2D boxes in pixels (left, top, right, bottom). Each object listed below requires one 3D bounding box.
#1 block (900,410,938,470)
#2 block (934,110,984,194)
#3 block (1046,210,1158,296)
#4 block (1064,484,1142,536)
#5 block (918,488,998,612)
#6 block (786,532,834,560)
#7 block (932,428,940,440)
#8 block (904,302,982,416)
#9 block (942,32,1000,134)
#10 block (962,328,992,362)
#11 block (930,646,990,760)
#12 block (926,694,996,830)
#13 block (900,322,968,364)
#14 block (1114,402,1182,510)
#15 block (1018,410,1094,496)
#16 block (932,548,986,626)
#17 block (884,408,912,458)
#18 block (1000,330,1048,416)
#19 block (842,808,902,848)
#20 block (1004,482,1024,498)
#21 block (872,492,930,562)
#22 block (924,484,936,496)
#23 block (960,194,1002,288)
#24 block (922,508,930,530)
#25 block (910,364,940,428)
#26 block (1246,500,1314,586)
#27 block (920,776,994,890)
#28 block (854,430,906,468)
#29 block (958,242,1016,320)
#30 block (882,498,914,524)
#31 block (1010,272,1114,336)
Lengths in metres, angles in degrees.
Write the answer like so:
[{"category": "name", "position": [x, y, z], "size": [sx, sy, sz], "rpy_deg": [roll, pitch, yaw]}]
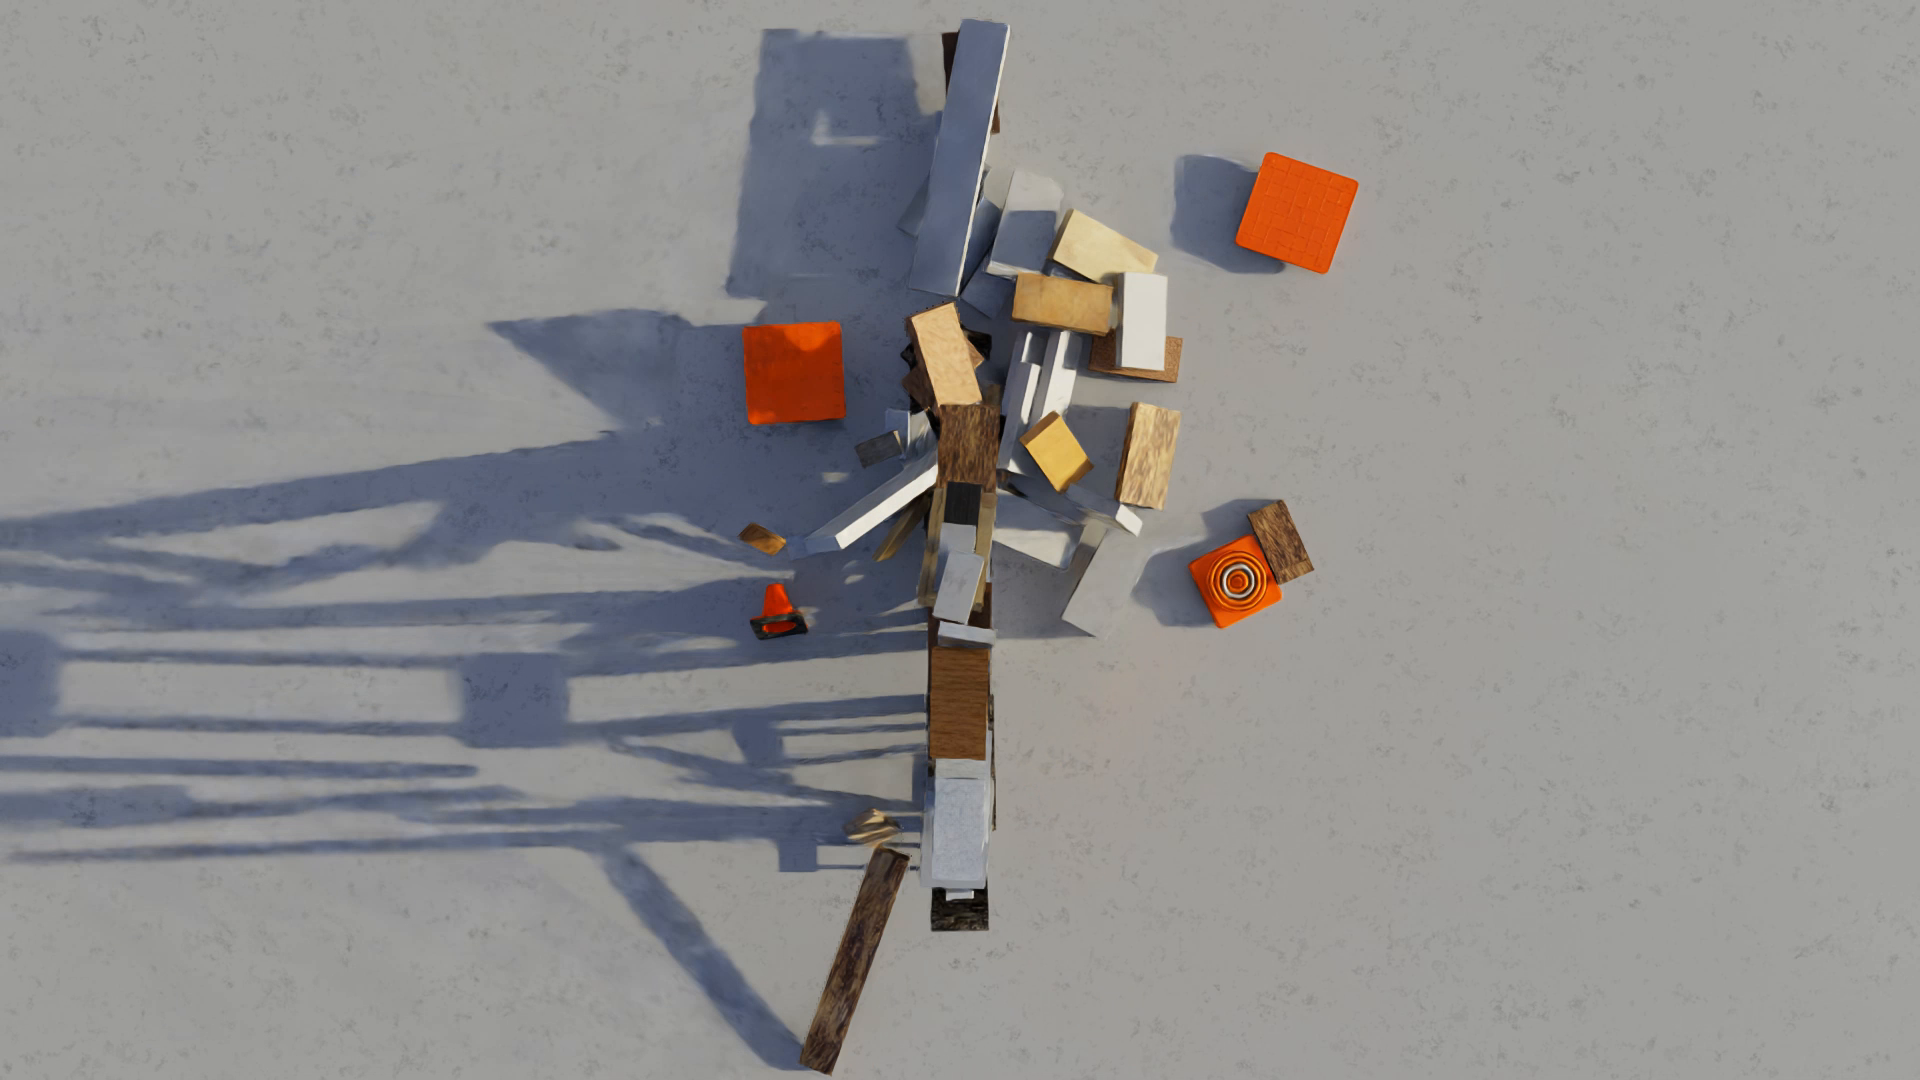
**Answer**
[{"category": "block", "position": [-0.125, -0.272, 5.367], "size": [0.135, 0.038, 0.270], "rpy_deg": [-24, 99, 1]}, {"category": "block", "position": [-0.003, -1.253, 5.477], "size": [0.165, 0.047, 0.329], "rpy_deg": [2, 90, 0]}, {"category": "block", "position": [0.469, -0.927, 5.405], "size": [0.348, 0.049, 0.174], "rpy_deg": [23, 90, -25]}, {"category": "block", "position": [0.465, -0.096, 5.303], "size": [0.177, 0.354, 0.050], "rpy_deg": [23, 89, 19]}, {"category": "block", "position": [-0.005, 0.023, 4.213], "size": [0.162, 0.046, 0.325], "rpy_deg": [6, 59, 5]}, {"category": "block", "position": [-0.497, 0.014, 5.489], "size": [0.156, 0.022, 0.078], "rpy_deg": [-13, 90, 0]}, {"category": "block", "position": [-0.078, -0.354, 5.449], "size": [0.135, 0.038, 0.270], "rpy_deg": [5, 76, 0]}, {"category": "block", "position": [-0.052, -0.576, 5.267], "size": [0.163, 0.046, 0.327], "rpy_deg": [-25, 105, -29]}, {"category": "block", "position": [0.037, -1.501, 5.420], "size": [0.165, 0.047, 0.329], "rpy_deg": [-4, 92, 4]}, {"category": "block", "position": [0.026, -0.550, 5.438], "size": [0.138, 0.039, 0.276], "rpy_deg": [8, 88, -37]}, {"category": "block", "position": [-0.002, 0.382, 3.855], "size": [0.131, 0.037, 0.262], "rpy_deg": [2, 104, 4]}, {"category": "block", "position": [0.003, 0.589, 4.372], "size": [0.177, 0.050, 0.354], "rpy_deg": [-1, 90, 0]}, {"category": "block", "position": [-0.086, -0.654, 5.457], "size": [0.107, 0.030, 0.213], "rpy_deg": [40, 79, 8]}, {"category": "block", "position": [0.620, -0.277, 5.449], "size": [0.165, 0.047, 0.329], "rpy_deg": [11, 90, -21]}, {"category": "block", "position": [0.317, -0.282, 5.376], "size": [0.147, 0.294, 0.042], "rpy_deg": [-40, 48, -1]}, {"category": "block", "position": [-0.003, 0.116, 4.083], "size": [0.087, 0.025, 0.175], "rpy_deg": [14, 78, 7]}, {"category": "block", "position": [-0.202, -0.345, 5.307], "size": [0.078, 0.022, 0.156], "rpy_deg": [9, 110, 15]}, {"category": "block", "position": [0.211, -0.535, 5.431], "size": [0.040, 0.140, 0.280], "rpy_deg": [13, 90, 33]}, {"category": "block", "position": [-0.286, 0.942, 5.385], "size": [0.117, 0.233, 0.033], "rpy_deg": [-34, 61, 5]}, {"category": "block", "position": [0.147, -0.116, 5.478], "size": [0.069, 0.020, 0.139], "rpy_deg": [40, 83, -6]}, {"category": "block", "position": [-0.173, -0.053, 5.375], "size": [0.025, 0.089, 0.326], "rpy_deg": [49, 124, 19]}, {"category": "block", "position": [-0.014, -0.107, 5.195], "size": [0.117, 0.033, 0.234], "rpy_deg": [-29, 74, -6]}, {"category": "block", "position": [0.039, -0.984, 5.435], "size": [0.138, 0.039, 0.276], "rpy_deg": [31, 94, -36]}, {"category": "block", "position": [-0.036, -0.155, 5.435], "size": [0.135, 0.038, 0.270], "rpy_deg": [8, 71, 2]}, {"category": "block", "position": [-0.110, -0.471, 5.395], "size": [0.107, 0.030, 0.213], "rpy_deg": [-1, 88, 2]}, {"category": "block", "position": [1.065, 0.008, 5.482], "size": [0.128, 0.036, 0.256], "rpy_deg": [-24, 90, 0]}, {"category": "block", "position": [-0.009, 0.721, 4.046], "size": [0.163, 0.046, 0.327], "rpy_deg": [3, 124, -2]}, {"category": "block", "position": [-0.259, -0.293, 5.318], "size": [0.156, 0.022, 0.078], "rpy_deg": [-20, 99, 28]}, {"category": "block", "position": [0.126, -0.883, 5.452], "size": [0.138, 0.039, 0.276], "rpy_deg": [32, 94, -14]}, {"category": "block", "position": [-0.182, -0.118, 5.277], "size": [0.025, 0.177, 0.089], "rpy_deg": [43, 124, 10]}, {"category": "block", "position": [0.330, -0.765, 5.344], "size": [0.311, 0.044, 0.156], "rpy_deg": [9, 81, -3]}]
